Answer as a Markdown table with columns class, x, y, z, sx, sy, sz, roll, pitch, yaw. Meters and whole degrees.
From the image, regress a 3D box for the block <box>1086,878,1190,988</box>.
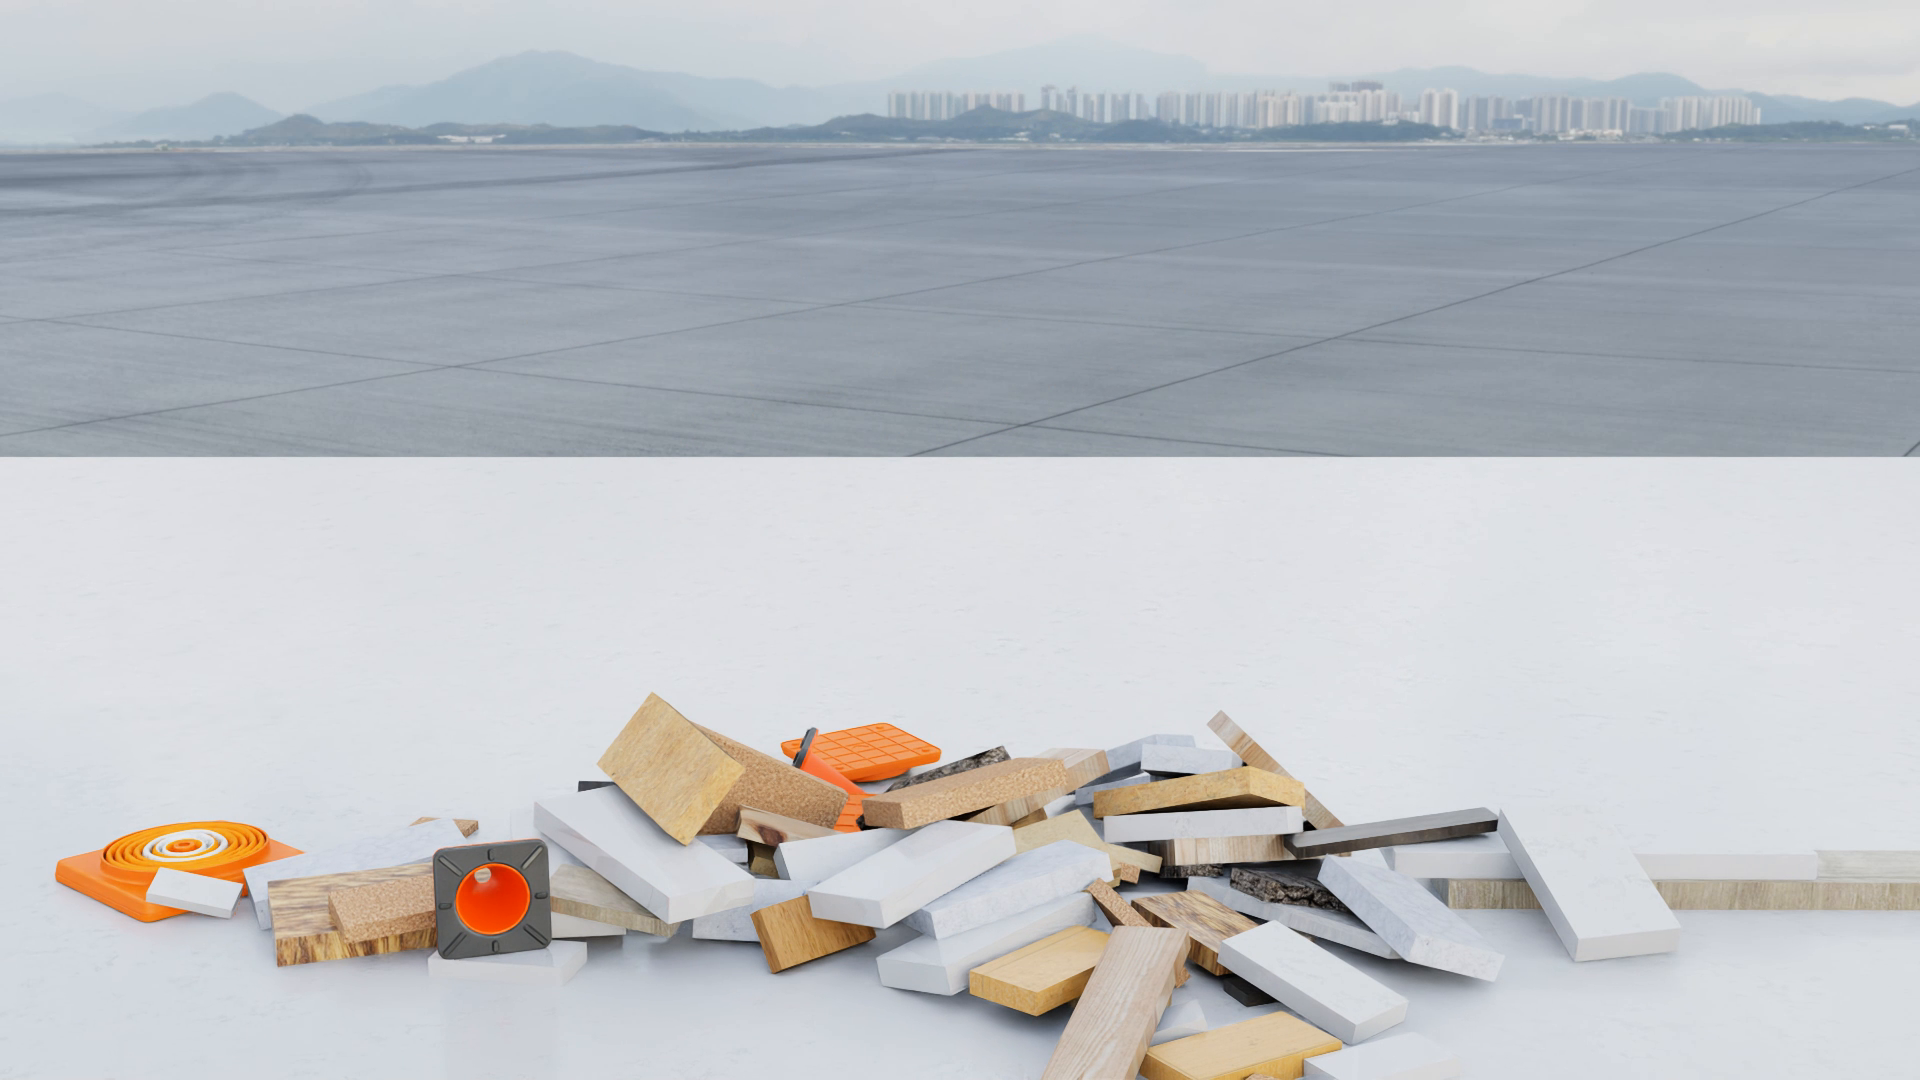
| class | x | y | z | sx | sy | sz | roll | pitch | yaw |
| --- | --- | --- | --- | --- | --- | --- | --- | --- | --- |
| block | 0.269 | 0.591 | 3.317 | 0.027 | 0.095 | 0.190 | -39 | 33 | -9 |

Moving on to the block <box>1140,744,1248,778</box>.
| class | x | y | z | sx | sy | sz | roll | pitch | yaw |
| --- | --- | --- | --- | --- | --- | --- | --- | --- | --- |
| block | 0.446 | 0.424 | 3.989 | 0.155 | 0.044 | 0.444 | 3 | -11 | 16 |

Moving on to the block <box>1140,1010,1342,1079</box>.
| class | x | y | z | sx | sy | sz | roll | pitch | yaw |
| --- | --- | --- | --- | --- | --- | --- | --- | --- | --- |
| block | 0.381 | 0.701 | 2.977 | 0.248 | 0.035 | 0.124 | -7 | 12 | -32 |

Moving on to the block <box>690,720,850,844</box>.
| class | x | y | z | sx | sy | sz | roll | pitch | yaw |
| --- | --- | --- | --- | --- | --- | --- | --- | --- | --- |
| block | -0.360 | 0.436 | 3.720 | 0.310 | 0.155 | 0.044 | 26 | 1 | -19 |

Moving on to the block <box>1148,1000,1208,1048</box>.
| class | x | y | z | sx | sy | sz | roll | pitch | yaw |
| --- | --- | --- | --- | --- | --- | --- | --- | --- | --- |
| block | 0.272 | 0.677 | 3.050 | 0.135 | 0.019 | 0.067 | -16 | 11 | 0 |

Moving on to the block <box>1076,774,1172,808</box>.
| class | x | y | z | sx | sy | sz | roll | pitch | yaw |
| --- | --- | --- | --- | --- | --- | --- | --- | --- | --- |
| block | 0.318 | 0.462 | 3.993 | 0.107 | 0.030 | 0.214 | 13 | -20 | -33 |

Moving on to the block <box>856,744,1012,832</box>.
| class | x | y | z | sx | sy | sz | roll | pitch | yaw |
| --- | --- | --- | --- | --- | --- | --- | --- | --- | --- |
| block | -0.043 | 0.442 | 3.861 | 0.273 | 0.039 | 0.136 | -14 | -25 | -45 |

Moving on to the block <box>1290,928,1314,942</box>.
| class | x | y | z | sx | sy | sz | roll | pitch | yaw |
| --- | --- | --- | --- | --- | --- | --- | --- | --- | --- |
| block | 0.500 | 0.632 | 3.393 | 0.068 | 0.019 | 0.135 | 4 | 11 | 21 |

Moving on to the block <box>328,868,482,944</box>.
| class | x | y | z | sx | sy | sz | roll | pitch | yaw |
| --- | --- | --- | --- | --- | --- | --- | --- | --- | --- |
| block | -0.861 | 0.567 | 3.415 | 0.212 | 0.030 | 0.106 | -7 | 25 | -27 |

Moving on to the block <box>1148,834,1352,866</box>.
| class | x | y | z | sx | sy | sz | roll | pitch | yaw |
| --- | --- | --- | --- | --- | --- | --- | --- | --- | --- |
| block | 0.491 | 0.525 | 3.747 | 0.310 | 0.044 | 0.155 | -1 | -8 | -12 |

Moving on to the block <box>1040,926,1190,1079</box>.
| class | x | y | z | sx | sy | sz | roll | pitch | yaw |
| --- | --- | --- | --- | --- | --- | --- | --- | --- | --- |
| block | 0.216 | 0.652 | 3.019 | 0.109 | 0.031 | 0.419 | -1 | 20 | 20 |

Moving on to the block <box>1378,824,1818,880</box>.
| class | x | y | z | sx | sy | sz | roll | pitch | yaw |
| --- | --- | --- | --- | --- | --- | --- | --- | --- | --- |
| block | 1.057 | 0.519 | 3.673 | 0.688 | 0.044 | 0.155 | 0 | 11 | 1 |

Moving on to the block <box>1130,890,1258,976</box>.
| class | x | y | z | sx | sy | sz | roll | pitch | yaw |
| --- | --- | --- | --- | --- | --- | --- | --- | --- | --- |
| block | 0.380 | 0.602 | 3.388 | 0.124 | 0.035 | 0.248 | -4 | 12 | -26 |

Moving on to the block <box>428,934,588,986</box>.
| class | x | y | z | sx | sy | sz | roll | pitch | yaw |
| --- | --- | --- | --- | --- | --- | --- | --- | --- | --- |
| block | -0.685 | 0.637 | 3.336 | 0.212 | 0.030 | 0.106 | 2 | 11 | 10 |

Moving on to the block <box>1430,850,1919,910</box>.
| class | x | y | z | sx | sy | sz | roll | pitch | yaw |
| --- | --- | --- | --- | --- | --- | --- | --- | --- | --- |
| block | 1.330 | 0.566 | 3.669 | 1.063 | 0.047 | 0.166 | 0 | 11 | 0 |

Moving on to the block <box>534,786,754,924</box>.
| class | x | y | z | sx | sy | sz | roll | pitch | yaw |
| --- | --- | --- | --- | --- | --- | --- | --- | --- | --- |
| block | -0.505 | 0.491 | 3.475 | 0.152 | 0.043 | 0.416 | -8 | 20 | -39 |

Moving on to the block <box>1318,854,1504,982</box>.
| class | x | y | z | sx | sy | sz | roll | pitch | yaw |
| --- | --- | --- | --- | --- | --- | --- | --- | --- | --- |
| block | 0.688 | 0.578 | 3.380 | 0.155 | 0.044 | 0.311 | 16 | 9 | -19 |

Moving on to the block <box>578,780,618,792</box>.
| class | x | y | z | sx | sy | sz | roll | pitch | yaw |
| --- | --- | --- | --- | --- | --- | --- | --- | --- | --- |
| block | -0.516 | 0.474 | 3.999 | 0.327 | 0.046 | 0.163 | 1 | -13 | 3 |

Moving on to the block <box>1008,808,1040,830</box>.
| class | x | y | z | sx | sy | sz | roll | pitch | yaw |
| --- | --- | --- | --- | --- | --- | --- | --- | --- | --- |
| block | 0.075 | 0.487 | 3.891 | 0.124 | 0.035 | 0.314 | -21 | 8 | 7 |

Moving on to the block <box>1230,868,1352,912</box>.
| class | x | y | z | sx | sy | sz | roll | pitch | yaw |
| --- | --- | --- | --- | --- | --- | --- | --- | --- | --- |
| block | 0.557 | 0.567 | 3.542 | 0.219 | 0.031 | 0.109 | 11 | 0 | -23 |

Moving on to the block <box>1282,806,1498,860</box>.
| class | x | y | z | sx | sy | sz | roll | pitch | yaw |
| --- | --- | --- | --- | --- | --- | --- | --- | --- | --- |
| block | 0.721 | 0.488 | 3.665 | 0.358 | 0.020 | 0.071 | -6 | 11 | -9 |

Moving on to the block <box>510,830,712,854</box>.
| class | x | y | z | sx | sy | sz | roll | pitch | yaw |
| --- | --- | --- | --- | --- | --- | --- | --- | --- | --- |
| block | -0.579 | 0.525 | 3.777 | 0.347 | 0.049 | 0.173 | 1 | -3 | 4 |

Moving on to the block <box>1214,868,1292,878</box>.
| class | x | y | z | sx | sy | sz | roll | pitch | yaw |
| --- | --- | --- | --- | --- | --- | --- | --- | --- | --- |
| block | 0.487 | 0.574 | 3.702 | 0.142 | 0.020 | 0.071 | 1 | 11 | 4 |

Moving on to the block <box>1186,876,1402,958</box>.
| class | x | y | z | sx | sy | sz | roll | pitch | yaw |
| --- | --- | --- | --- | --- | --- | --- | --- | --- | --- |
| block | 0.546 | 0.596 | 3.483 | 0.396 | 0.030 | 0.107 | 11 | 0 | 45 |

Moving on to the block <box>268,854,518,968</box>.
| class | x | y | z | sx | sy | sz | roll | pitch | yaw |
| --- | --- | --- | --- | --- | --- | --- | --- | --- | --- |
| block | -0.819 | 0.577 | 3.504 | 0.530 | 0.049 | 0.173 | -4 | 24 | -21 |

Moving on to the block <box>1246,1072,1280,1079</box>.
| class | x | y | z | sx | sy | sz | roll | pitch | yaw |
| --- | --- | --- | --- | --- | --- | --- | --- | --- | --- |
| block | 0.504 | 0.742 | 2.779 | 0.337 | 0.027 | 0.095 | 7 | 13 | 33 |

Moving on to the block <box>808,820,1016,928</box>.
| class | x | y | z | sx | sy | sz | roll | pitch | yaw |
| --- | --- | --- | --- | --- | --- | --- | --- | --- | --- |
| block | -0.072 | 0.516 | 3.422 | 0.155 | 0.044 | 0.310 | 0 | 15 | 42 |

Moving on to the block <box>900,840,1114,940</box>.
| class | x | y | z | sx | sy | sz | roll | pitch | yaw |
| --- | --- | --- | --- | --- | --- | --- | --- | --- | --- |
| block | 0.068 | 0.540 | 3.413 | 0.304 | 0.043 | 0.152 | -15 | 7 | -22 |

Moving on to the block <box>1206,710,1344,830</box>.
| class | x | y | z | sx | sy | sz | roll | pitch | yaw |
| --- | --- | --- | --- | --- | --- | --- | --- | --- | --- |
| block | 0.569 | 0.424 | 3.969 | 0.273 | 0.039 | 0.136 | 43 | 1 | -14 |

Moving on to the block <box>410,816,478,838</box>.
| class | x | y | z | sx | sy | sz | roll | pitch | yaw |
| --- | --- | --- | --- | --- | --- | --- | --- | --- | --- |
| block | -0.938 | 0.522 | 3.993 | 0.111 | 0.016 | 0.055 | 2 | 11 | 11 |

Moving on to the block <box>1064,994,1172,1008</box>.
| class | x | y | z | sx | sy | sz | roll | pitch | yaw |
| --- | --- | --- | --- | --- | --- | --- | --- | --- | --- |
| block | 0.187 | 0.647 | 3.264 | 0.124 | 0.035 | 0.248 | -7 | 13 | -33 |

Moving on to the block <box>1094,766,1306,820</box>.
| class | x | y | z | sx | sy | sz | roll | pitch | yaw |
| --- | --- | --- | --- | --- | --- | --- | --- | --- | --- |
| block | 0.414 | 0.454 | 3.831 | 0.331 | 0.047 | 0.166 | -15 | -25 | 39 |
